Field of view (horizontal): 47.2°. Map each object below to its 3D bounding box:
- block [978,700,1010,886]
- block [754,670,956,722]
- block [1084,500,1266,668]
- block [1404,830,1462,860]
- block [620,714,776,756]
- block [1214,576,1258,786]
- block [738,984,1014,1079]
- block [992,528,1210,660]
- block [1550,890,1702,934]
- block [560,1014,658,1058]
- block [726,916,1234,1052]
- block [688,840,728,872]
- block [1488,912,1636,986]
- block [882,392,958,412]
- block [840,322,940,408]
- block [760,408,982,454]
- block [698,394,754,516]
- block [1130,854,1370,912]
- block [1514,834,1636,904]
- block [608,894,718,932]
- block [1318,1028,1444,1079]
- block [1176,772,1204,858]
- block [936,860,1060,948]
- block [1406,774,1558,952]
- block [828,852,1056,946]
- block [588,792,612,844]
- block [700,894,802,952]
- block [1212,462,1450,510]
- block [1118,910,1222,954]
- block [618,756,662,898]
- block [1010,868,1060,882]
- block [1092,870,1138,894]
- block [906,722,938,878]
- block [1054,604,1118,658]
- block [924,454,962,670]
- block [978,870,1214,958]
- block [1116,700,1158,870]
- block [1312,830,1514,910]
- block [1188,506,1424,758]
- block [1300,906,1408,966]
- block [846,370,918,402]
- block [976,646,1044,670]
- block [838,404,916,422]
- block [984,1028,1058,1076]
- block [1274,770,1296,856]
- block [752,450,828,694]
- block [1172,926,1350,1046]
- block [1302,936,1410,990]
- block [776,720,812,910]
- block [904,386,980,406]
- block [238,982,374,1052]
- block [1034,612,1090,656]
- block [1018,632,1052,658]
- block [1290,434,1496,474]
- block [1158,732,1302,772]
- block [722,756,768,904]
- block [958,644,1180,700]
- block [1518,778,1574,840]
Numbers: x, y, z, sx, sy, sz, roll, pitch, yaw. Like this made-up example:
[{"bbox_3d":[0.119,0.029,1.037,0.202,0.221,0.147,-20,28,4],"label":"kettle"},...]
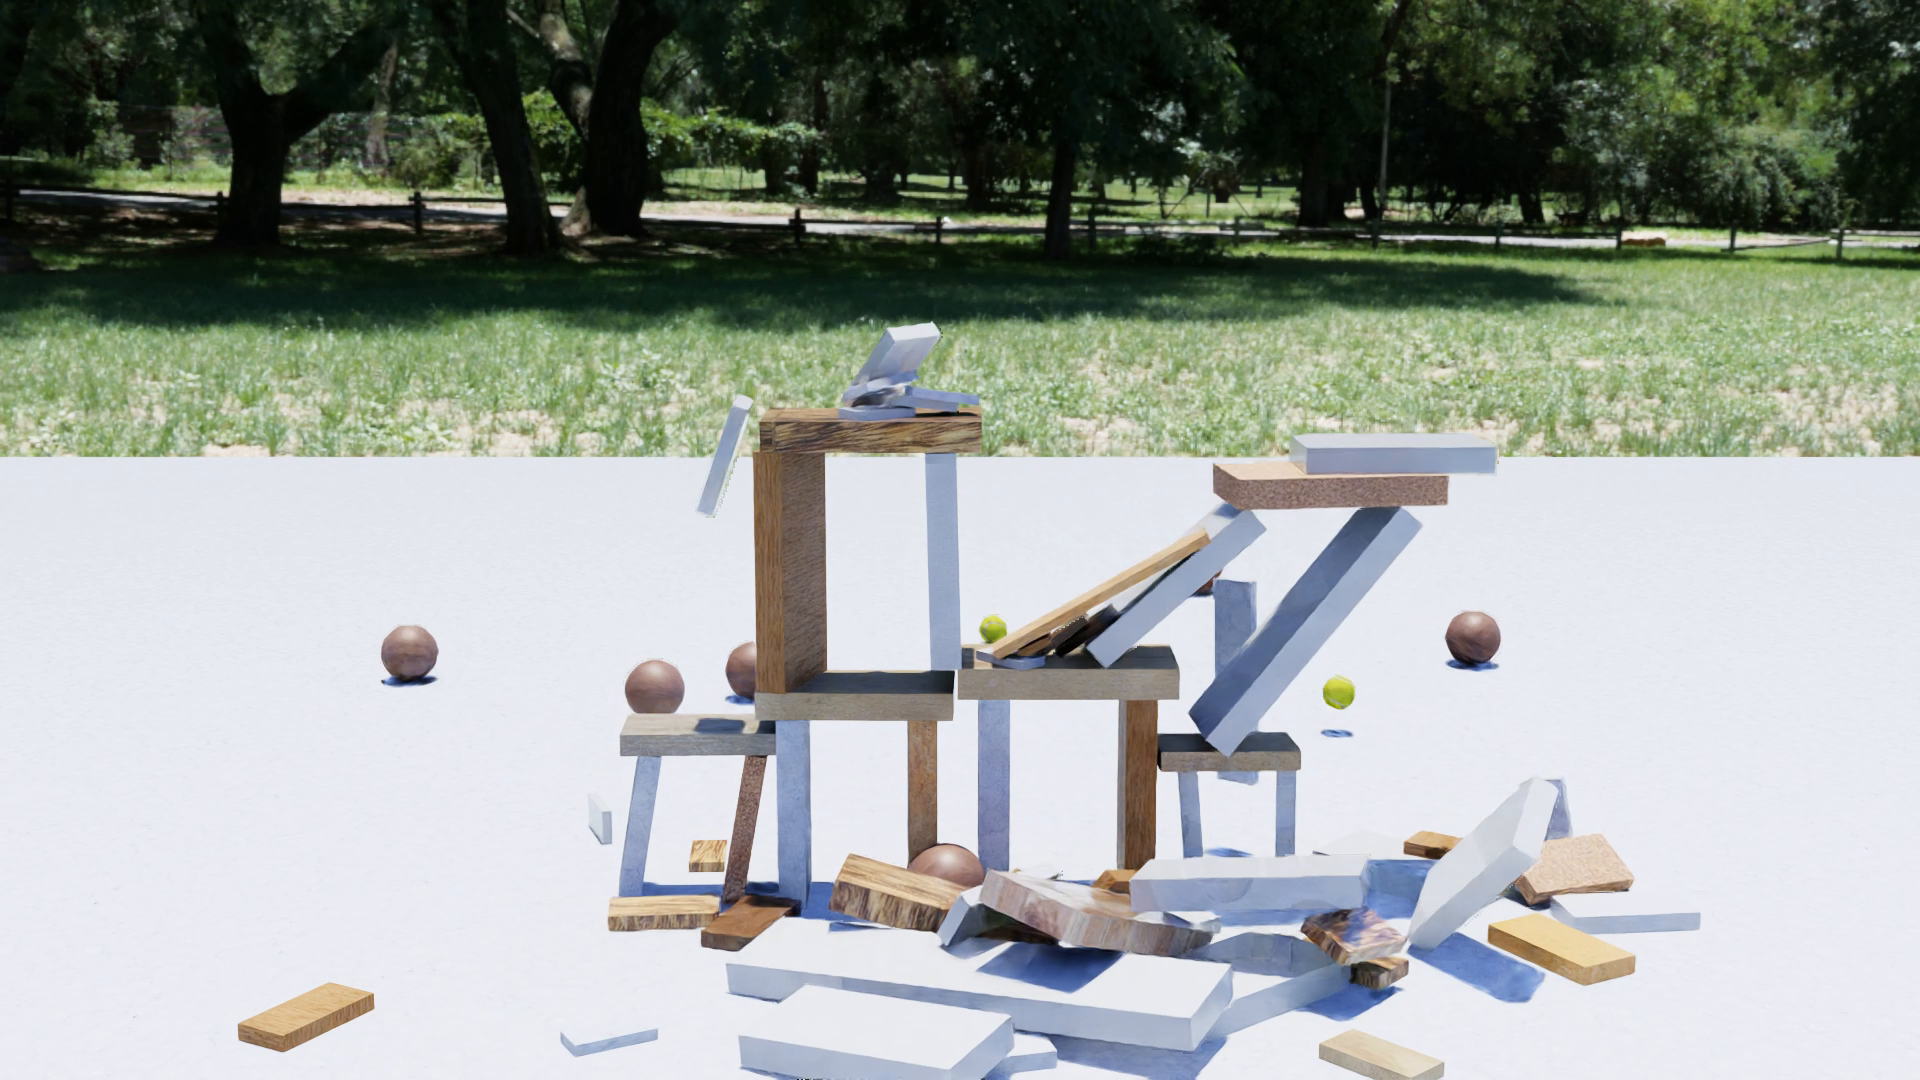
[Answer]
[{"bbox_3d":[0.055,0.415,3.640,0.050,0.356,0.178,0,11,0],"label":"block"},{"bbox_3d":[-0.169,0.254,3.609,0.319,0.045,0.159,0,11,1],"label":"block"},{"bbox_3d":[0.343,0.062,3.571,0.339,0.048,0.170,-41,8,7],"label":"block"},{"bbox_3d":[0.838,0.525,3.726,0.152,0.022,0.076,7,13,34],"label":"block"},{"bbox_3d":[-0.425,0.320,3.620,0.254,0.036,0.127,0,11,-2],"label":"block"},{"bbox_3d":[0.482,0.246,3.840,0.076,0.361,0.022,7,13,41],"label":"block"},{"bbox_3d":[-0.114,0.677,2.970,0.334,0.047,0.167,1,14,30],"label":"block"},{"bbox_3d":[0.224,0.086,3.509,0.387,0.016,0.055,-29,10,9],"label":"block"},{"bbox_3d":[1.070,0.599,3.539,0.208,0.029,0.104,-1,11,-6],"label":"block"},{"bbox_3d":[-0.491,0.692,3.074,0.121,0.017,0.061,-6,12,-29],"label":"block"},{"bbox_3d":[0.019,0.630,3.156,0.724,0.048,0.171,1,15,26],"label":"block"},{"bbox_3d":[-0.439,0.550,3.834,0.061,0.017,0.122,-1,11,-3],"label":"block"},{"bbox_3d":[0.923,0.628,3.383,0.104,0.029,0.208,-6,12,-29],"label":"block"},{"bbox_3d":[-0.064,-0.220,3.515,0.110,0.016,0.055,6,6,-19],"label":"block"},{"bbox_3d":[-0.112,-0.277,3.531,0.092,0.026,0.184,-12,-27,-38],"label":"block"},{"bbox_3d":[-0.139,-0.177,3.531,0.348,0.049,0.174,0,11,0],"label":"block"},{"bbox_3d":[-0.378,-0.138,3.552,0.026,0.184,0.092,19,14,-3],"label":"block"},{"bbox_3d":[0.433,0.509,3.264,0.334,0.047,0.167,-3,1,15],"label":"block"},{"bbox_3d":[1.011,0.548,3.667,0.208,0.029,0.104,-3,41,-25],"label":"block"},{"bbox_3d":[-0.477,0.600,3.545,0.176,0.025,0.088,-1,11,-7],"label":"block"},{"bbox_3d":[0.572,0.706,2.986,0.076,0.022,0.152,-10,14,-42],"label":"block"},{"bbox_3d":[0.382,0.475,3.653,0.033,0.229,0.115,-4,10,3],"label":"block"},{"bbox_3d":[0.058,0.536,3.246,0.185,0.093,0.026,-12,50,-42],"label":"block"},{"bbox_3d":[0.792,0.495,3.344,0.043,0.301,0.151,33,46,0],"label":"block"},{"bbox_3d":[-0.023,0.569,3.378,0.341,0.048,0.171,15,6,2],"label":"block"},{"bbox_3d":[-0.651,0.502,3.974,0.017,0.061,0.122,-4,11,-21],"label":"block"},{"bbox_3d":[-0.331,0.609,3.496,0.092,0.026,0.184,4,11,19],"label":"block"},{"bbox_3d":[0.593,-0.090,3.538,0.339,0.048,0.170,-1,11,-7],"label":"block"},{"bbox_3d":[0.311,0.613,3.475,0.185,0.026,0.093,-7,13,-33],"label":"block"},{"bbox_3d":[-0.531,0.463,3.650,0.036,0.254,0.127,8,9,-9],"label":"block"},{"bbox_3d":[0.114,0.558,3.466,0.093,0.026,0.185,16,4,9],"label":"block"},{"bbox_3d":[0.249,0.560,3.475,0.024,0.084,0.168,47,15,27],"label":"block"},{"bbox_3d":[-0.063,0.432,3.649,0.045,0.319,0.159,-1,11,-3],"label":"block"},{"bbox_3d":[0.203,0.147,3.562,0.110,0.016,0.055,-36,10,38],"label":"block"},{"bbox_3d":[-0.026,0.020,3.563,0.049,0.348,0.174,-1,11,1],"label":"block"},{"bbox_3d":[0.205,0.554,3.228,0.167,0.047,0.398,19,-1,36],"label":"block"},{"bbox_3d":[0.292,0.415,3.640,0.050,0.356,0.178,0,11,0],"label":"block"},{"bbox_3d":[0.764,0.559,3.717,0.301,0.043,0.151,9,14,41],"label":"block"},{"bbox_3d":[0.557,0.133,3.578,0.048,0.483,0.170,38,6,-10],"label":"block"},{"bbox_3d":[0.576,0.578,3.216,0.084,0.024,0.168,38,22,34],"label":"block"},{"bbox_3d":[-0.123,-0.245,3.488,0.110,0.016,0.055,-18,-1,-42],"label":"block"},{"bbox_3d":[0.081,0.191,3.556,0.053,0.015,0.105,-10,14,-42],"label":"block"},{"bbox_3d":[-0.133,-0.203,3.495,0.110,0.016,0.055,-7,13,-33],"label":"block"},{"bbox_3d":[0.036,0.701,3.002,0.176,0.025,0.088,-3,11,-15],"label":"block"},{"bbox_3d":[0.542,0.475,3.657,0.033,0.229,0.115,1,11,9],"label":"block"},{"bbox_3d":[-0.274,0.039,3.574,0.049,0.390,0.174,4,11,19],"label":"block"},{"bbox_3d":[0.394,0.649,3.216,0.341,0.048,0.171,-9,14,-40],"label":"block"},{"bbox_3d":[0.586,0.639,3.339,0.168,0.024,0.084,9,14,41],"label":"block"},{"bbox_3d":[-0.274,0.433,3.640,0.045,0.319,0.159,0,11,0],"label":"block"},{"bbox_3d":[-0.029,-0.232,3.520,0.110,0.016,0.055,6,6,-17],"label":"block"},{"bbox_3d":[-0.929,0.678,3.129,0.088,0.025,0.175,6,12,29],"label":"block"},{"bbox_3d":[0.164,0.154,3.580,0.105,0.015,0.053,-38,6,10],"label":"block"},{"bbox_3d":[0.121,0.162,3.570,0.053,0.015,0.105,-24,10,5],"label":"block"},{"bbox_3d":[0.696,-0.139,3.554,0.302,0.043,0.151,0,11,-2],"label":"block"},{"bbox_3d":[0.436,0.348,3.617,0.230,0.033,0.115,0,11,-4],"label":"block"},{"bbox_3d":[-0.356,0.463,3.650,0.036,0.254,0.127,9,10,-5],"label":"block"},{"bbox_3d":[0.174,0.215,3.603,0.356,0.050,0.178,0,11,0],"label":"block"},{"bbox_3d":[1.007,0.487,3.767,0.076,0.152,0.022,-10,-5,30],"label":"block"}]
